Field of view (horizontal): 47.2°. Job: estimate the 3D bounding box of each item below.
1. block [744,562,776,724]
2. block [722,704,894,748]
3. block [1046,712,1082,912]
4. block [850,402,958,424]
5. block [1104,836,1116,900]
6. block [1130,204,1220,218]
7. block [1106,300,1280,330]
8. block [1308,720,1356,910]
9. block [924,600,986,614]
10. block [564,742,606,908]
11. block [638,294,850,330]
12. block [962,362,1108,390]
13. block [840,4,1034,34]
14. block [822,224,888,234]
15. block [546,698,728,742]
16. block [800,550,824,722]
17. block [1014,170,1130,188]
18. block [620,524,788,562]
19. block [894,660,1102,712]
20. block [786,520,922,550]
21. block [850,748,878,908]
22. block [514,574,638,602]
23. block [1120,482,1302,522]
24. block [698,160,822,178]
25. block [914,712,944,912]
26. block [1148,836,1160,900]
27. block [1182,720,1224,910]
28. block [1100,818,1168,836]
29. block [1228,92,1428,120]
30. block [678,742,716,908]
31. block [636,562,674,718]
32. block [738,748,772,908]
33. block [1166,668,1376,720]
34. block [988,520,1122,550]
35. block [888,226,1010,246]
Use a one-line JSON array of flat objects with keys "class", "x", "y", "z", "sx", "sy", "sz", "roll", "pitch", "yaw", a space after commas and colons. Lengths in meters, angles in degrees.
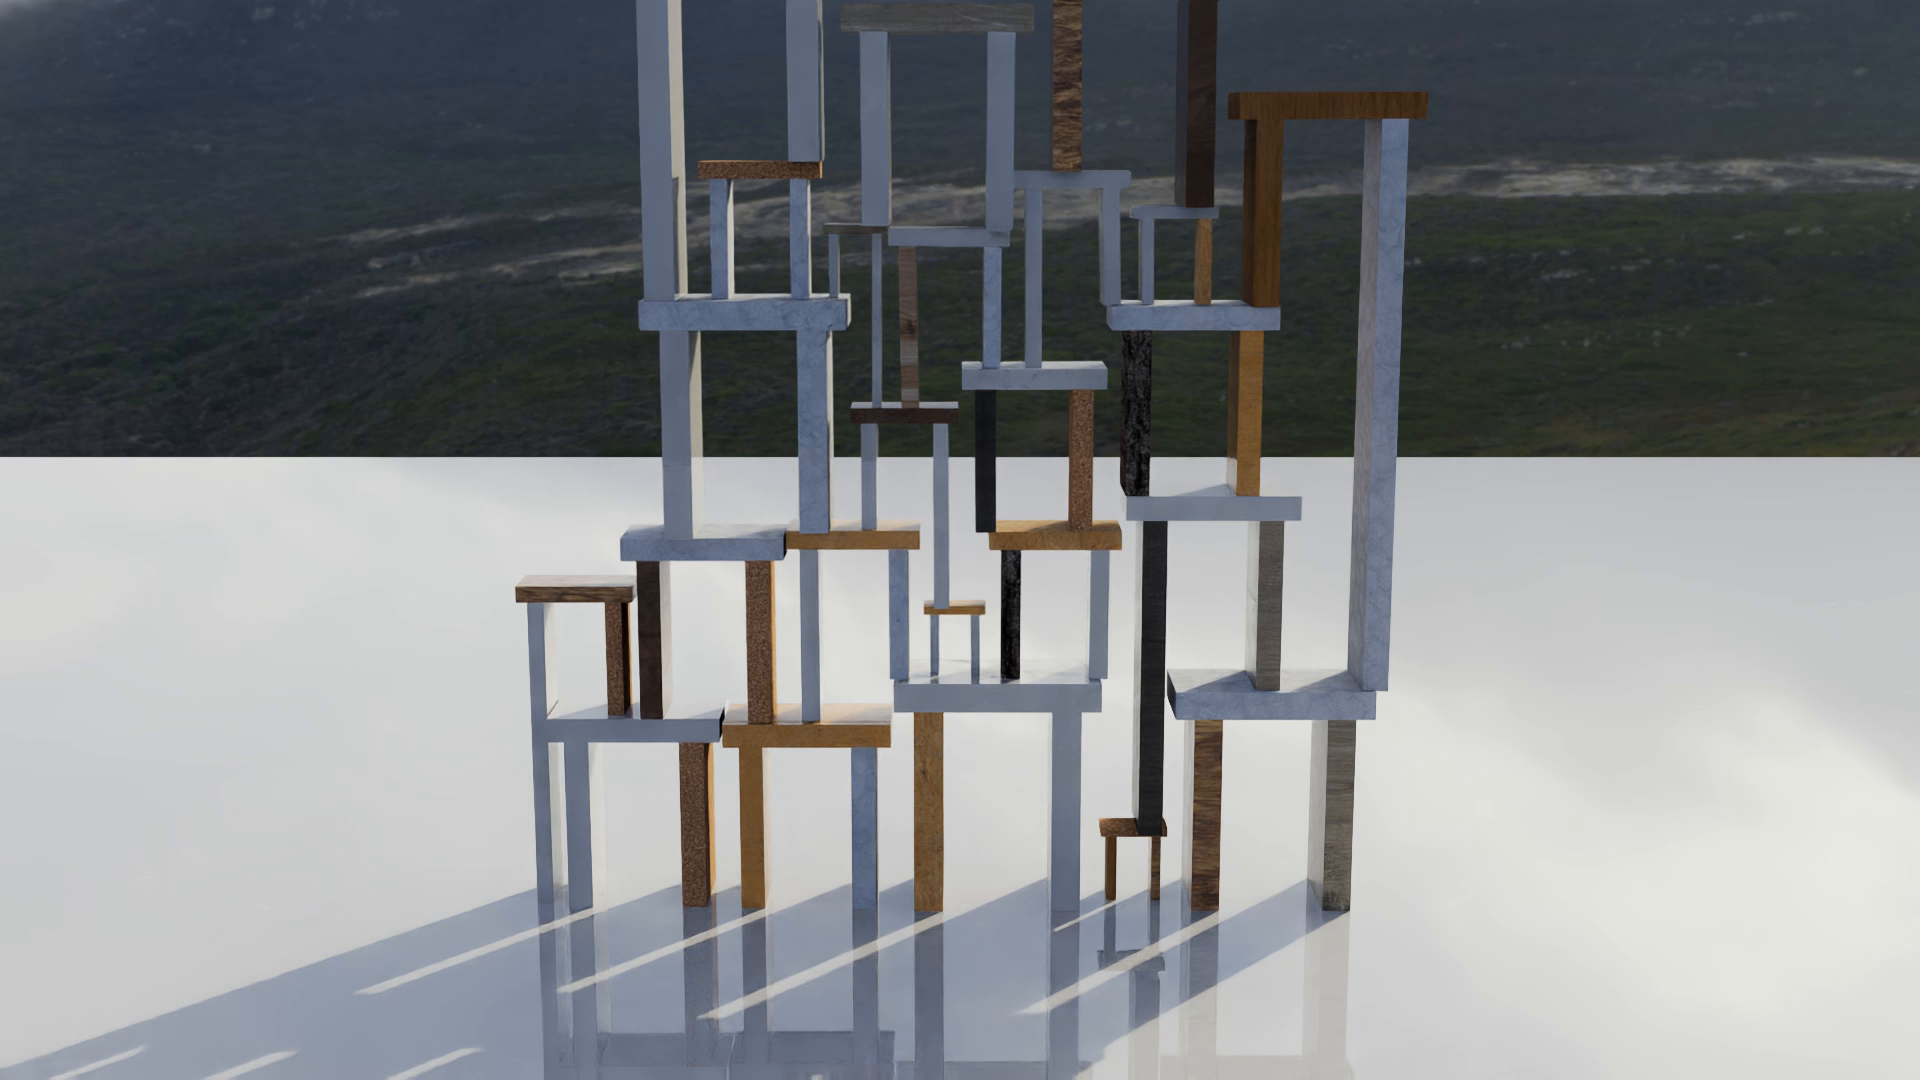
[{"class": "block", "x": -0.324, "y": 0.153, "z": 3.590, "sx": 0.037, "sy": 0.267, "sz": 0.130, "roll": 0, "pitch": 11, "yaw": 0}, {"class": "block", "x": -0.248, "y": 0.304, "z": 3.614, "sx": 0.272, "sy": 0.039, "sz": 0.136, "roll": 0, "pitch": 11, "yaw": 0}, {"class": "block", "x": 0.172, "y": 0.426, "z": 3.638, "sx": 0.047, "sy": 0.334, "sz": 0.167, "roll": 0, "pitch": 11, "yaw": 0}, {"class": "block", "x": -0.088, "y": -0.204, "z": 3.520, "sx": 0.171, "sy": 0.024, "sz": 0.086, "roll": 0, "pitch": 11, "yaw": 0}, {"class": "block", "x": 0.250, "y": 0.537, "z": 3.655, "sx": 0.015, "sy": 0.109, "sz": 0.054, "roll": 0, "pitch": 11, "yaw": 0}, {"class": "block", "x": 0.336, "y": -0.516, "z": 3.460, "sx": 0.134, "sy": 0.019, "sz": 0.067, "roll": 0, "pitch": 11, "yaw": -1}, {"class": "block", "x": 0.368, "y": -0.357, "z": 3.490, "sx": 0.262, "sy": 0.037, "sz": 0.131, "roll": 0, "pitch": 11, "yaw": 0}, {"class": "block", "x": 0.614, "y": 0.432, "z": 3.638, "sx": 0.046, "sy": 0.321, "sz": 0.161, "roll": 0, "pitch": 11, "yaw": 0}, {"class": "block", "x": -0.008, "y": 0.109, "z": 3.582, "sx": 0.100, "sy": 0.014, "sz": 0.050, "roll": 0, "pitch": 11, "yaw": 1}, {"class": "block", "x": -0.621, "y": 0.452, "z": 3.648, "sx": 0.040, "sy": 0.279, "sz": 0.140, "roll": 0, "pitch": 11, "yaw": 0}, {"class": "block", "x": -0.338, "y": -0.363, "z": 3.492, "sx": 0.321, "sy": 0.046, "sz": 0.161, "roll": 0, "pitch": 10, "yaw": 0}, {"class": "block", "x": 0.117, "y": -0.263, "z": 3.510, "sx": 0.229, "sy": 0.032, "sz": 0.114, "roll": 0, "pitch": 11, "yaw": 0}, {"class": "block", "x": -0.034, "y": -0.807, "z": 3.409, "sx": 0.293, "sy": 0.042, "sz": 0.147, "roll": 0, "pitch": 11, "yaw": 0}, {"class": "block", "x": -0.164, "y": -0.491, "z": 3.469, "sx": 0.101, "sy": 0.014, "sz": 0.050, "roll": 0, "pitch": 11, "yaw": 1}, {"class": "block", "x": -0.528, "y": 0.295, "z": 3.619, "sx": 0.279, "sy": 0.040, "sz": 0.140, "roll": 0, "pitch": 11, "yaw": 0}, {"class": "block", "x": -0.241, "y": 0.145, "z": 3.586, "sx": 0.030, "sy": 0.284, "sz": 0.107, "roll": 0, "pitch": 11, "yaw": 0}, {"class": "block", "x": 0.174, "y": -0.567, "z": 3.449, "sx": 0.182, "sy": 0.026, "sz": 0.091, "roll": 0, "pitch": 11, "yaw": 0}, {"class": "block", "x": -0.411, "y": 0.004, "z": 3.561, "sx": 0.259, "sy": 0.037, "sz": 0.130, "roll": 0, "pitch": 11, "yaw": 0}, {"class": "block", "x": 0.060, "y": 0.239, "z": 3.603, "sx": 0.334, "sy": 0.047, "sz": 0.167, "roll": 0, "pitch": 11, "yaw": 0}, {"class": "block", "x": -0.170, "y": -0.009, "z": 3.557, "sx": 0.213, "sy": 0.030, "sz": 0.107, "roll": 0, "pitch": 11, "yaw": 0}, {"class": "block", "x": -0.157, "y": 0.457, "z": 3.642, "sx": 0.039, "sy": 0.272, "sz": 0.136, "roll": 0, "pitch": 11, "yaw": 0}, {"class": "block", "x": -0.621, "y": 0.079, "z": 3.578, "sx": 0.187, "sy": 0.027, "sz": 0.094, "roll": 0, "pitch": 11, "yaw": 0}, {"class": "block", "x": 0.402, "y": -0.062, "z": 3.546, "sx": 0.277, "sy": 0.039, "sz": 0.139, "roll": 0, "pitch": 11, "yaw": 0}, {"class": "block", "x": -0.312, "y": -0.581, "z": 3.450, "sx": 0.186, "sy": 0.026, "sz": 0.093, "roll": 0, "pitch": 10, "yaw": -1}, {"class": "block", "x": -0.051, "y": 0.426, "z": 3.638, "sx": 0.047, "sy": 0.334, "sz": 0.167, "roll": 0, "pitch": 11, "yaw": 0}, {"class": "block", "x": 0.323, "y": 0.537, "z": 3.655, "sx": 0.015, "sy": 0.109, "sz": 0.054, "roll": 0, "pitch": 11, "yaw": 0}, {"class": "block", "x": 0.400, "y": 0.432, "z": 3.638, "sx": 0.046, "sy": 0.321, "sz": 0.161, "roll": 0, "pitch": 11, "yaw": 0}, {"class": "block", "x": 0.287, "y": 0.476, "z": 3.644, "sx": 0.109, "sy": 0.015, "sz": 0.054, "roll": 0, "pitch": 11, "yaw": 0}, {"class": "block", "x": 0.571, "y": -0.678, "z": 3.430, "sx": 0.287, "sy": 0.041, "sz": 0.144, "roll": 0, "pitch": 11, "yaw": 0}, {"class": "block", "x": -0.435, "y": 0.452, "z": 3.648, "sx": 0.040, "sy": 0.279, "sz": 0.140, "roll": 0, "pitch": 11, "yaw": 0}, {"class": "block", "x": -0.497, "y": 0.149, "z": 3.588, "sx": 0.037, "sy": 0.259, "sz": 0.130, "roll": 0, "pitch": 11, "yaw": 0}, {"class": "block", "x": -0.338, "y": 0.457, "z": 3.642, "sx": 0.039, "sy": 0.272, "sz": 0.136, "roll": 0, "pitch": 11, "yaw": 0}, {"class": "block", "x": 0.507, "y": 0.252, "z": 3.604, "sx": 0.321, "sy": 0.046, "sz": 0.161, "roll": 0, "pitch": 11, "yaw": 0}, {"class": "block", "x": 0.153, "y": -0.008, "z": 3.560, "sx": 0.212, "sy": 0.030, "sz": 0.106, "roll": 0, "pitch": 11, "yaw": 0}, {"class": "block", "x": -0.017, "y": -0.479, "z": 3.468, "sx": 0.190, "sy": 0.027, "sz": 0.095, "roll": 0, "pitch": 11, "yaw": 0}]
